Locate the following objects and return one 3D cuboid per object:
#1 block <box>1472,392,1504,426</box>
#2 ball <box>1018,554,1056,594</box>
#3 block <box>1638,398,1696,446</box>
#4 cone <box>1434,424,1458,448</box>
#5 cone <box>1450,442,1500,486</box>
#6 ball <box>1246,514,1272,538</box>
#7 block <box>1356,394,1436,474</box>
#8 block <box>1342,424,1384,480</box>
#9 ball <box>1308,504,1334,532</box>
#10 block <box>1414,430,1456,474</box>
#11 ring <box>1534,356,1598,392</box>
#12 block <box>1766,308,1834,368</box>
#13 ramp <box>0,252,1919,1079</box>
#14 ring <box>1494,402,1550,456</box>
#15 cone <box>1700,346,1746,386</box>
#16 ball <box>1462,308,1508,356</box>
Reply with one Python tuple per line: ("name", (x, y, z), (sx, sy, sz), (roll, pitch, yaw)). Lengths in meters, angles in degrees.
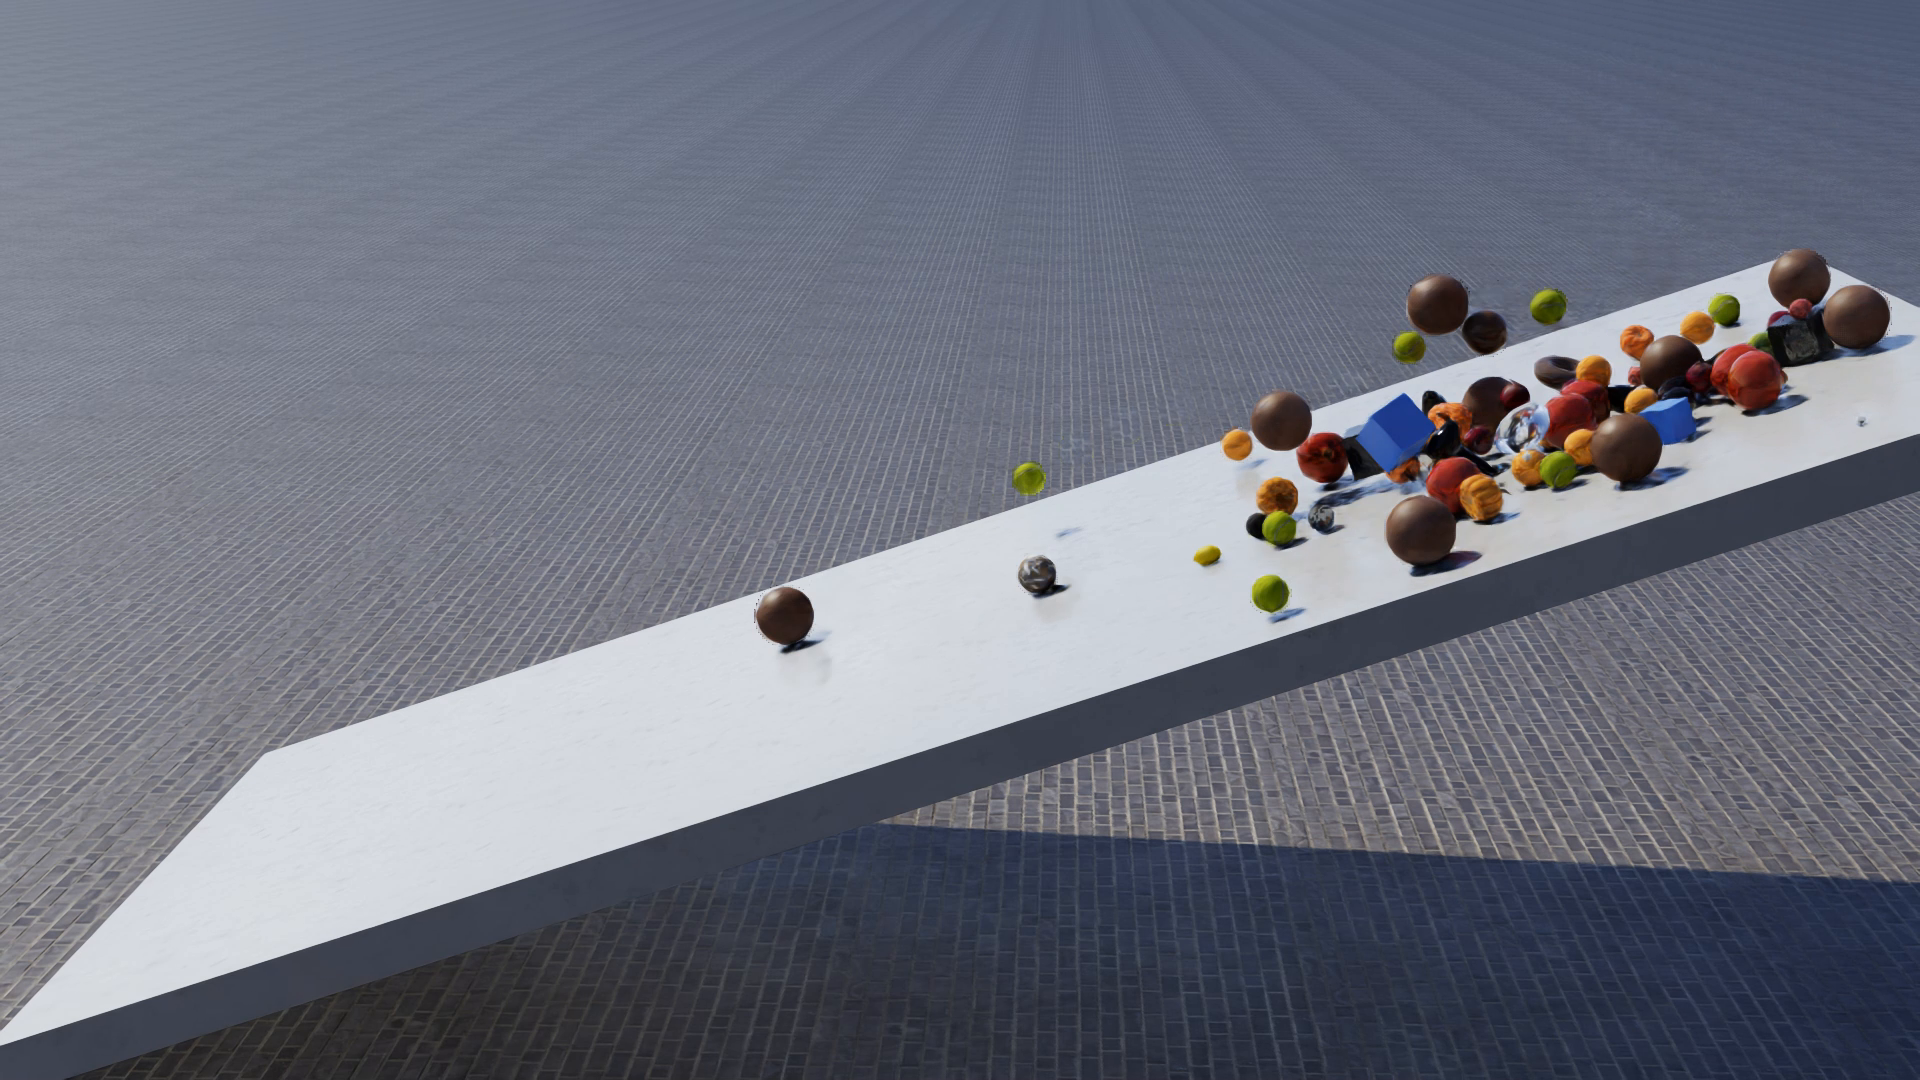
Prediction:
("block", (1.148, -0.284, 6.402), (0.053, 0.053, 0.053), (-18, 11, 7))
("ball", (0.164, 0.071, 6.258), (0.083, 0.083, 0.083), (0, 12, 0))
("block", (1.372, -0.229, 5.701), (0.069, 0.069, 0.069), (-27, 13, -37))
("cone", (1.018, -0.217, 6.252), (0.070, 0.070, 0.070), (-18, 11, 4))
("cone", (1.042, -0.142, 5.913), (0.093, 0.093, 0.093), (13, 15, 17))
("ball", (0.615, -0.029, 6.062), (0.052, 0.052, 0.052), (0, 12, 0))
("block", (0.869, -0.212, 5.860), (0.096, 0.096, 0.096), (-34, -15, -25))
("block", (0.863, -0.191, 6.158), (0.093, 0.093, 0.093), (-16, 11, 19))
("ball", (0.729, -0.045, 5.934), (0.054, 0.054, 0.054), (0, 12, 0))
("block", (0.954, -0.188, 5.970), (0.071, 0.071, 0.071), (45, 6, 24))
("ring", (1.307, -0.357, 6.348), (0.141, 0.047, 0.141), (8, 23, -4))
("block", (1.706, -0.409, 5.972), (0.087, 0.087, 0.087), (-9, 15, 43))
("ramp", (0.107, 0.180, 6.305), (4.000, 0.100, 2.000), (-18, 11, 6))
("ring", (1.101, -0.218, 5.757), (0.041, 0.124, 0.124), (43, -6, -24))
("cone", (1.528, -0.352, 5.944), (0.082, 0.082, 0.082), (-1, 11, -26))
("ball", (1.111, -0.440, 6.220), (0.097, 0.097, 0.097), (0, 12, 0))
